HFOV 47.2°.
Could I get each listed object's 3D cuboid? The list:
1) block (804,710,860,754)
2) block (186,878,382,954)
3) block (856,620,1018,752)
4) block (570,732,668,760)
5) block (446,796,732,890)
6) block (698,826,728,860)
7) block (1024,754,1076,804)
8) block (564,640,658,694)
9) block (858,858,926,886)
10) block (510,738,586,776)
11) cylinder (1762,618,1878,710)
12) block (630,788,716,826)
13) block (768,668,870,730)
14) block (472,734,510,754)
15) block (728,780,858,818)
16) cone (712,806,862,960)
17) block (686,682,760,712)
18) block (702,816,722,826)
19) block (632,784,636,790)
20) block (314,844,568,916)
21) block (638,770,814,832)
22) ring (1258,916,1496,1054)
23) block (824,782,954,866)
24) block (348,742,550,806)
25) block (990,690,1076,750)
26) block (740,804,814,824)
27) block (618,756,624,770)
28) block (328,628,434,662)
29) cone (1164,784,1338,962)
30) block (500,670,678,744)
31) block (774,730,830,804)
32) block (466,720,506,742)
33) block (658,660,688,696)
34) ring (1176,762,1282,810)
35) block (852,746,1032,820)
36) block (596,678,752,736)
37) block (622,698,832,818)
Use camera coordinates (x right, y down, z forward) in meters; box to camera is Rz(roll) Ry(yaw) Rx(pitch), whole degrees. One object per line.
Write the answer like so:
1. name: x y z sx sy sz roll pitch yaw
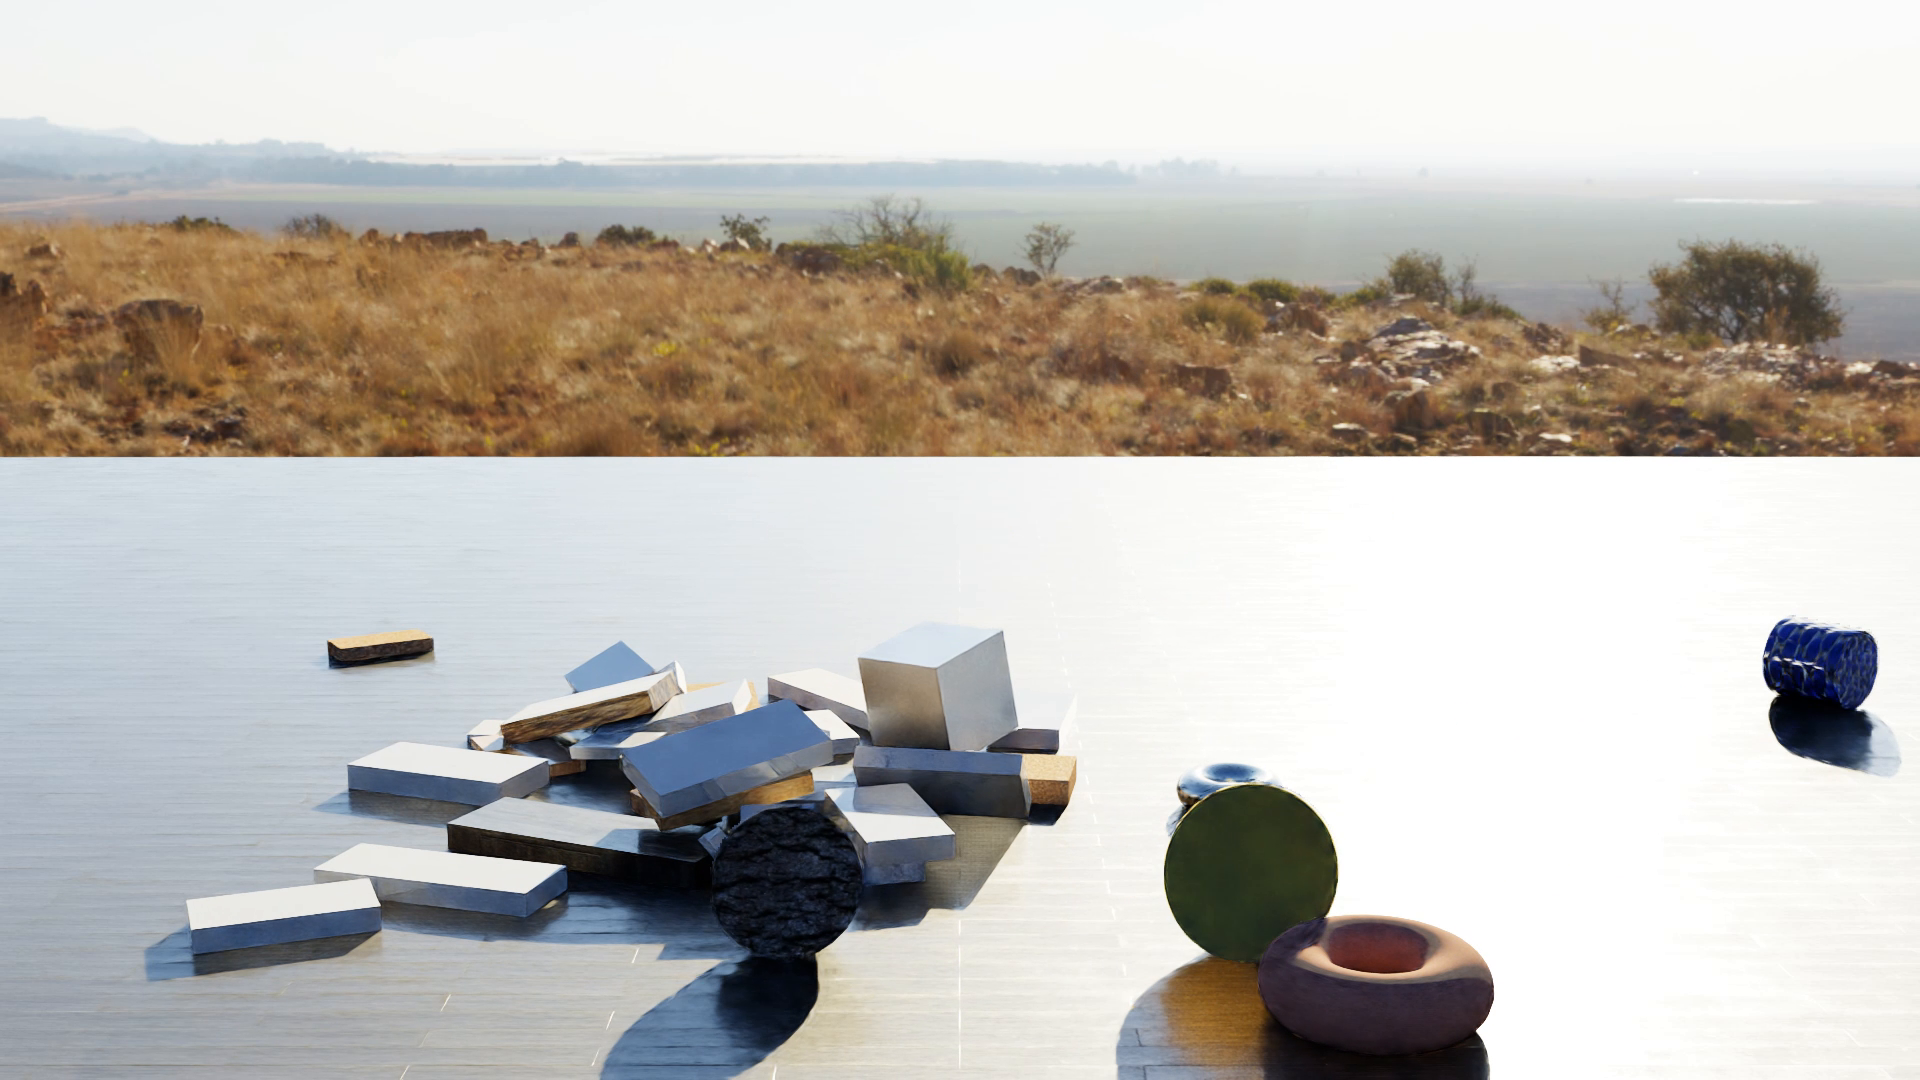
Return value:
1. block: -0.296 0.402 4.591 0.114 0.032 0.228 -4 11 -19
2. block: -1.080 0.599 3.511 0.284 0.040 0.142 -4 11 -21
3. block: -0.044 0.309 4.473 0.213 0.213 0.213 5 22 40
4. block: -0.675 0.408 4.360 0.176 0.025 0.088 -3 13 27
5. block: -0.639 0.529 3.862 0.511 0.049 0.172 5 12 24
6. block: -0.395 0.537 3.734 0.102 0.014 0.051 49 25 10
7. block: 0.038 0.457 4.256 0.362 0.047 0.167 2 11 8
8. block: -0.768 0.312 4.868 0.152 0.043 0.304 -33 20 -14
9. block: -0.145 0.541 3.835 0.124 0.035 0.248 -2 11 -11
10. block: -0.830 0.438 4.419 0.088 0.025 0.176 -7 13 -33
11. cylinder: 1.912 0.273 4.889 0.177 0.177 0.177 -8 13 -38
12. block: -0.457 0.461 4.074 0.274 0.039 0.137 -19 27 -38
13. block: -0.240 0.354 4.834 0.137 0.039 0.465 -8 13 -37
14. block: -0.960 0.424 4.515 0.058 0.016 0.115 -5 12 -27
15. block: -0.303 0.486 4.132 0.248 0.035 0.124 1 11 7
16. cone: -0.258 0.564 3.519 0.237 0.237 0.237 1 -16 6
17. block: -0.517 0.372 4.711 0.172 0.049 0.344 -2 11 -9
18. block: -0.493 0.506 4.058 0.058 0.016 0.115 -16 18 -33
19. block: -0.488 0.447 4.320 0.310 0.044 0.155 -1 11 -7
20. block: -0.869 0.567 3.681 0.395 0.040 0.142 3 11 17
21. block: -0.420 0.434 3.933 0.284 0.040 0.142 -12 30 -21
22. ring: 0.593 0.632 3.142 0.334 0.111 0.334 -1 12 0
23. block: -0.127 0.497 3.858 0.155 0.044 0.310 -3 11 -16
24. block: -0.992 0.454 4.268 0.344 0.049 0.172 4 11 21
25. block: 0.155 0.381 4.678 0.152 0.043 0.304 2 11 9
26. block: -0.317 0.492 3.840 0.124 0.035 0.248 -1 -13 -4
27. block: -0.567 0.421 4.271 0.088 0.025 0.176 8 13 37
28. block: -1.416 0.257 5.375 0.228 0.032 0.114 -6 12 -31
29. cone: 0.499 0.554 3.521 0.279 0.279 0.279 5 -15 24
30. block: -0.771 0.351 4.585 0.334 0.047 0.167 -14 8 13
31. block: -0.358 0.418 4.069 0.137 0.039 0.274 10 25 19
32. block: -0.992 0.403 4.633 0.058 0.016 0.115 1 11 7
33. block: -0.656 0.333 4.805 0.114 0.032 0.228 -35 14 -2
34. ring: 0.508 0.470 4.133 0.203 0.068 0.203 0 12 0
35. block: -0.032 0.446 4.047 0.310 0.155 0.044 2 53 10
36. block: -0.592 0.364 4.522 0.304 0.043 0.152 -14 13 8
37. block: -0.415 0.386 3.929 0.334 0.047 0.167 -16 31 -27
